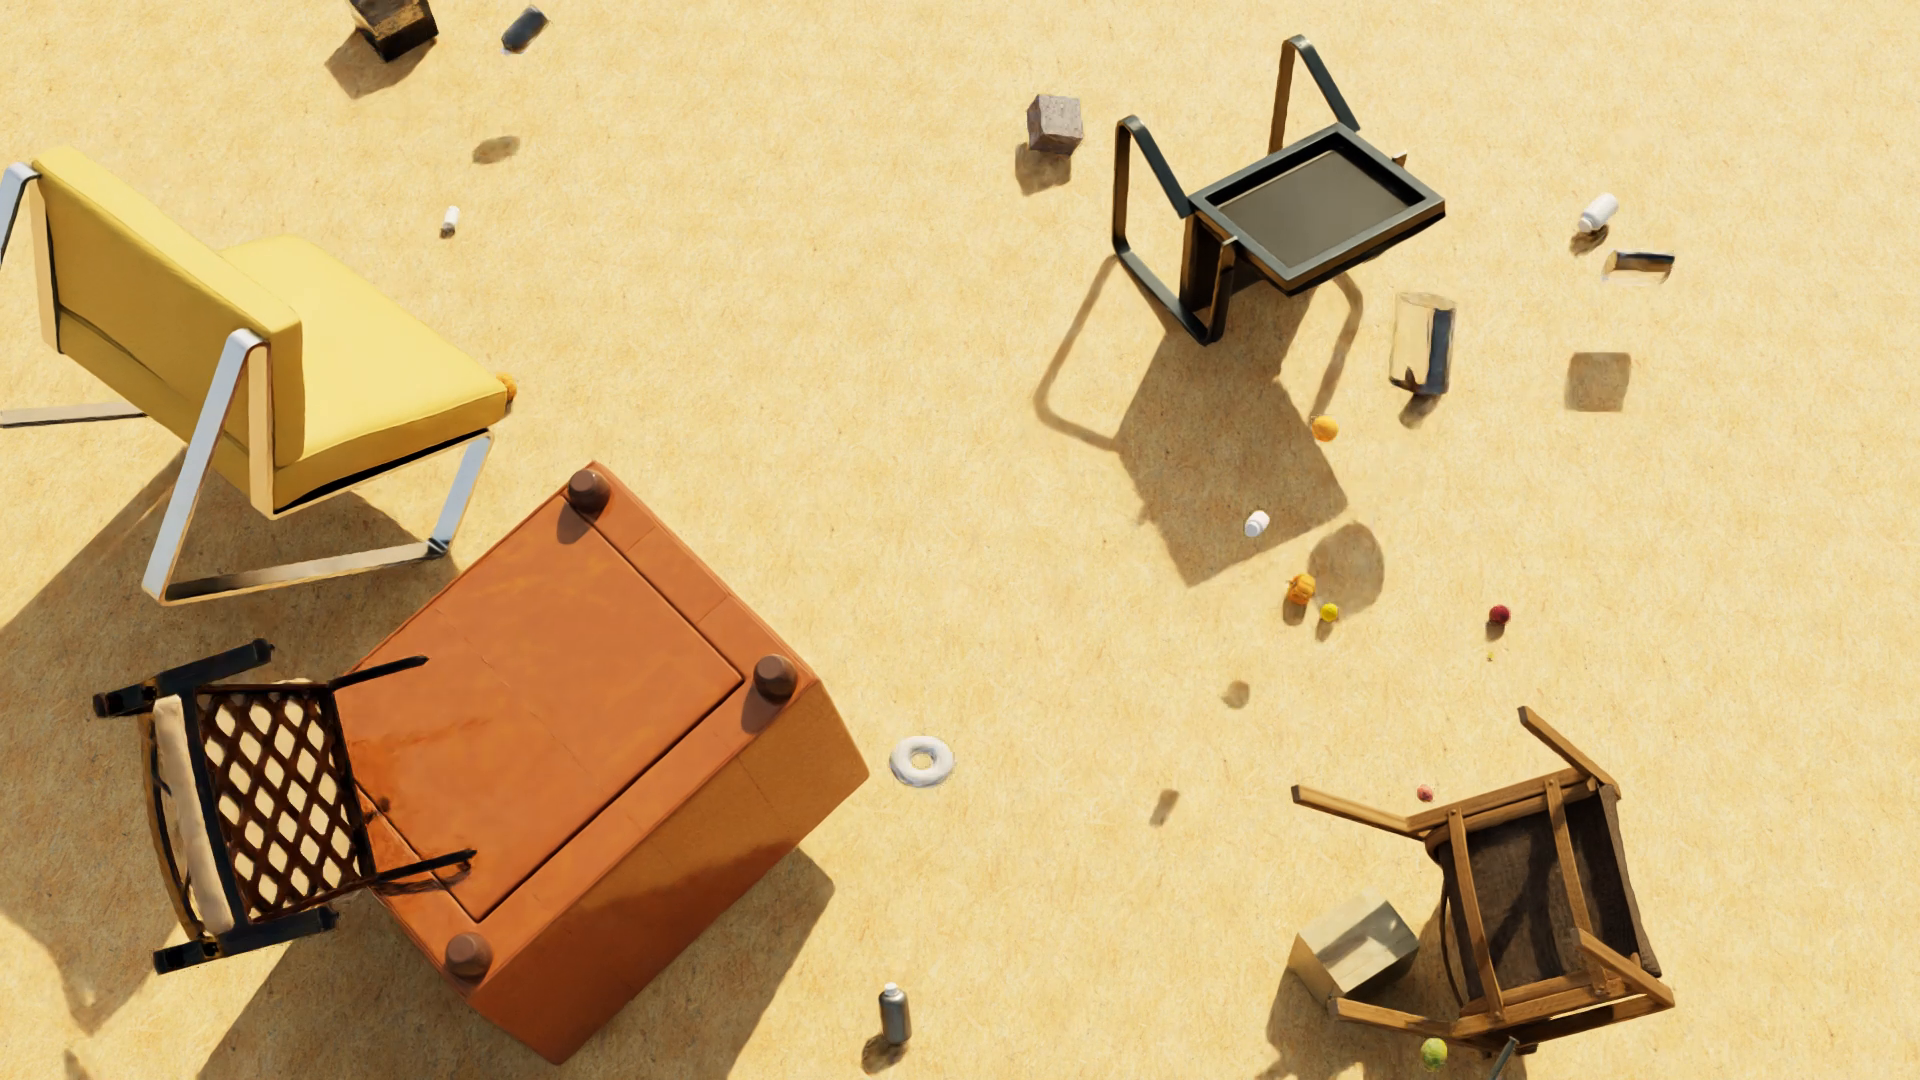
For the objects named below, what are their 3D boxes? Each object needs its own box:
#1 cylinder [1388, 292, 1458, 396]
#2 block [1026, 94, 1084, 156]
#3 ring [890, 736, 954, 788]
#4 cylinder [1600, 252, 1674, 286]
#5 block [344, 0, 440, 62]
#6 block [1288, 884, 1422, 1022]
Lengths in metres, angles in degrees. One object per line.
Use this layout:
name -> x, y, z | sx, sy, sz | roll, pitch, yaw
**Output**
cylinder -> 1.340, -0.572, 6.375 | 0.152, 0.252, 0.232 | -5, 21, -19
block -> 0.319, -1.398, 7.399 | 0.150, 0.112, 0.153 | 4, 68, -21
ring -> -0.094, 0.544, 5.387 | 0.161, 0.043, 0.136 | -1, 65, -9
cylinder -> 2.105, -0.843, 6.836 | 0.176, 0.192, 0.072 | 2, 72, 1
block -> -1.992, -1.846, 7.693 | 0.218, 0.180, 0.220 | -34, 62, -15
block -> 1.026, 1.076, 5.732 | 0.251, 0.197, 0.197 | -28, 61, -17
